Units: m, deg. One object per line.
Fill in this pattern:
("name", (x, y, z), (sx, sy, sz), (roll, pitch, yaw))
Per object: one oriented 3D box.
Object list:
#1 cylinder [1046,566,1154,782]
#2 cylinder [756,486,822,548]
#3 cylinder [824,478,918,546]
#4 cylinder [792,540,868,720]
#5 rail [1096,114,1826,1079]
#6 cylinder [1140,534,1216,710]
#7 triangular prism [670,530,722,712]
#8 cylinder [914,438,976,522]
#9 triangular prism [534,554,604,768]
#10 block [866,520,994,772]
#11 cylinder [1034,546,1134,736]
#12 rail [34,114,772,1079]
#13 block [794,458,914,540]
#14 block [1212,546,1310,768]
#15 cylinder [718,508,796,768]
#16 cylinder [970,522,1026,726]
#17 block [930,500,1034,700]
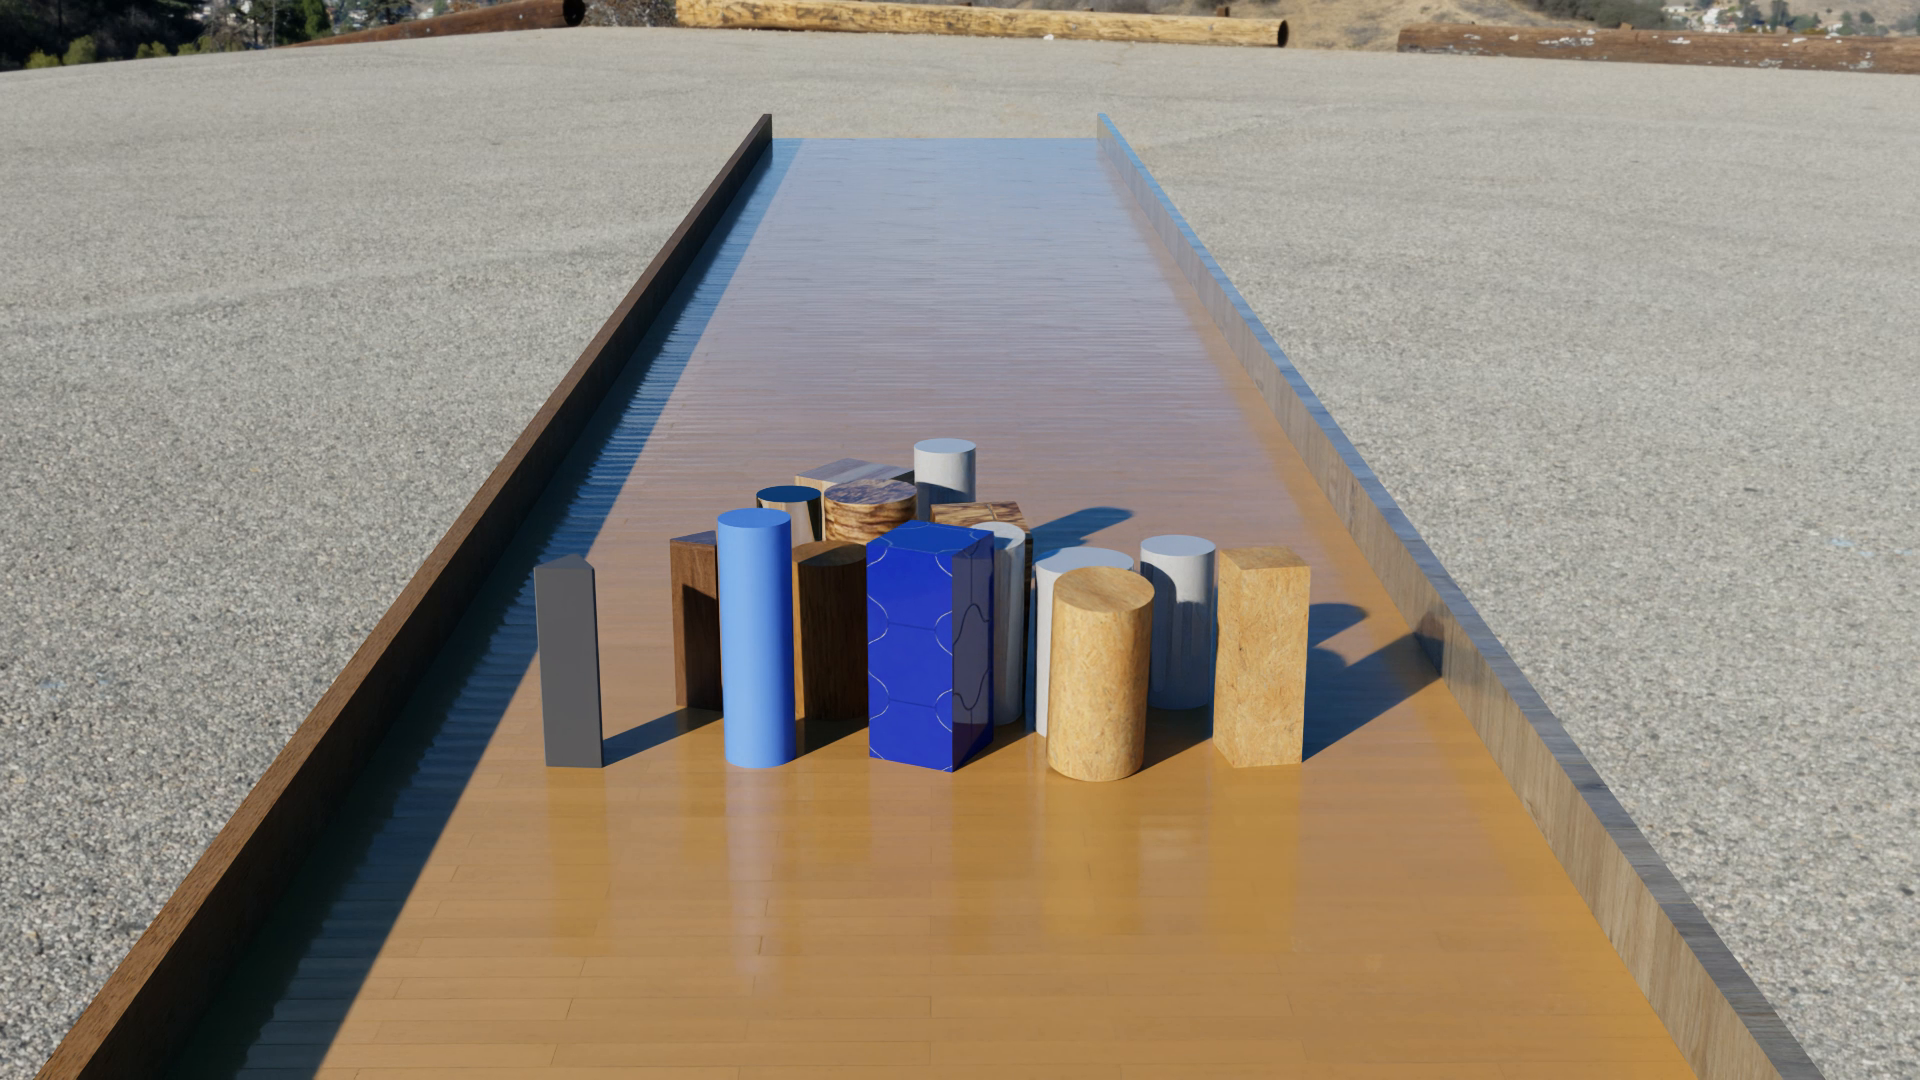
("cylinder", (0.242, 0.233, 3.820), (0.173, 0.332, 0.173), (1, 26, -1))
("cylinder", (-0.336, 0.075, 4.368), (0.128, 0.345, 0.128), (0, 17, 0))
("cylinder", (-0.167, 0.087, 4.265), (0.179, 0.377, 0.179), (-1, 17, 0))
("cylinder", (-0.240, 0.169, 4.118), (0.152, 0.304, 0.152), (-1, 18, 0))
("rail", (0.932, -0.844, 7.801), (0.050, 0.150, 12.000), (0, 17, -1))
("cylinder", (0.409, 0.155, 4.174), (0.141, 0.302, 0.141), (0, 17, 0))
("triangular prism", (-0.479, 0.150, 4.149), (0.097, 0.327, 0.084), (6, 18, 21))
("cylinder", (-0.033, -0.064, 4.913), (0.138, 0.302, 0.138), (0, 17, 0))
("triangular prism", (-0.678, 0.212, 3.871), (0.104, 0.367, 0.090), (1, 17, 3))
("block", (-0.051, 0.186, 3.904), (0.166, 0.397, 0.166), (8, 19, 25))
("cylinder", (0.225, 0.191, 4.025), (0.179, 0.319, 0.179), (0, 17, 0))
("rail", (-1.118, -0.838, 7.780), (0.050, 0.150, 12.000), (0, 17, -1))
("block", (-0.220, 0.008, 4.652), (0.180, 0.312, 0.180), (11, 20, 33))
("block", (0.532, 0.206, 3.893), (0.125, 0.366, 0.125), (-3, 17, -11))
("cylinder", (-0.356, 0.173, 3.872), (0.127, 0.441, 0.127), (0, 17, 0))
("cylinder", (0.062, 0.155, 4.032), (0.110, 0.369, 0.110), (0, 28, 0))
("block", (0.034, 0.120, 4.178), (0.164, 0.345, 0.164), (-3, 27, -10))
